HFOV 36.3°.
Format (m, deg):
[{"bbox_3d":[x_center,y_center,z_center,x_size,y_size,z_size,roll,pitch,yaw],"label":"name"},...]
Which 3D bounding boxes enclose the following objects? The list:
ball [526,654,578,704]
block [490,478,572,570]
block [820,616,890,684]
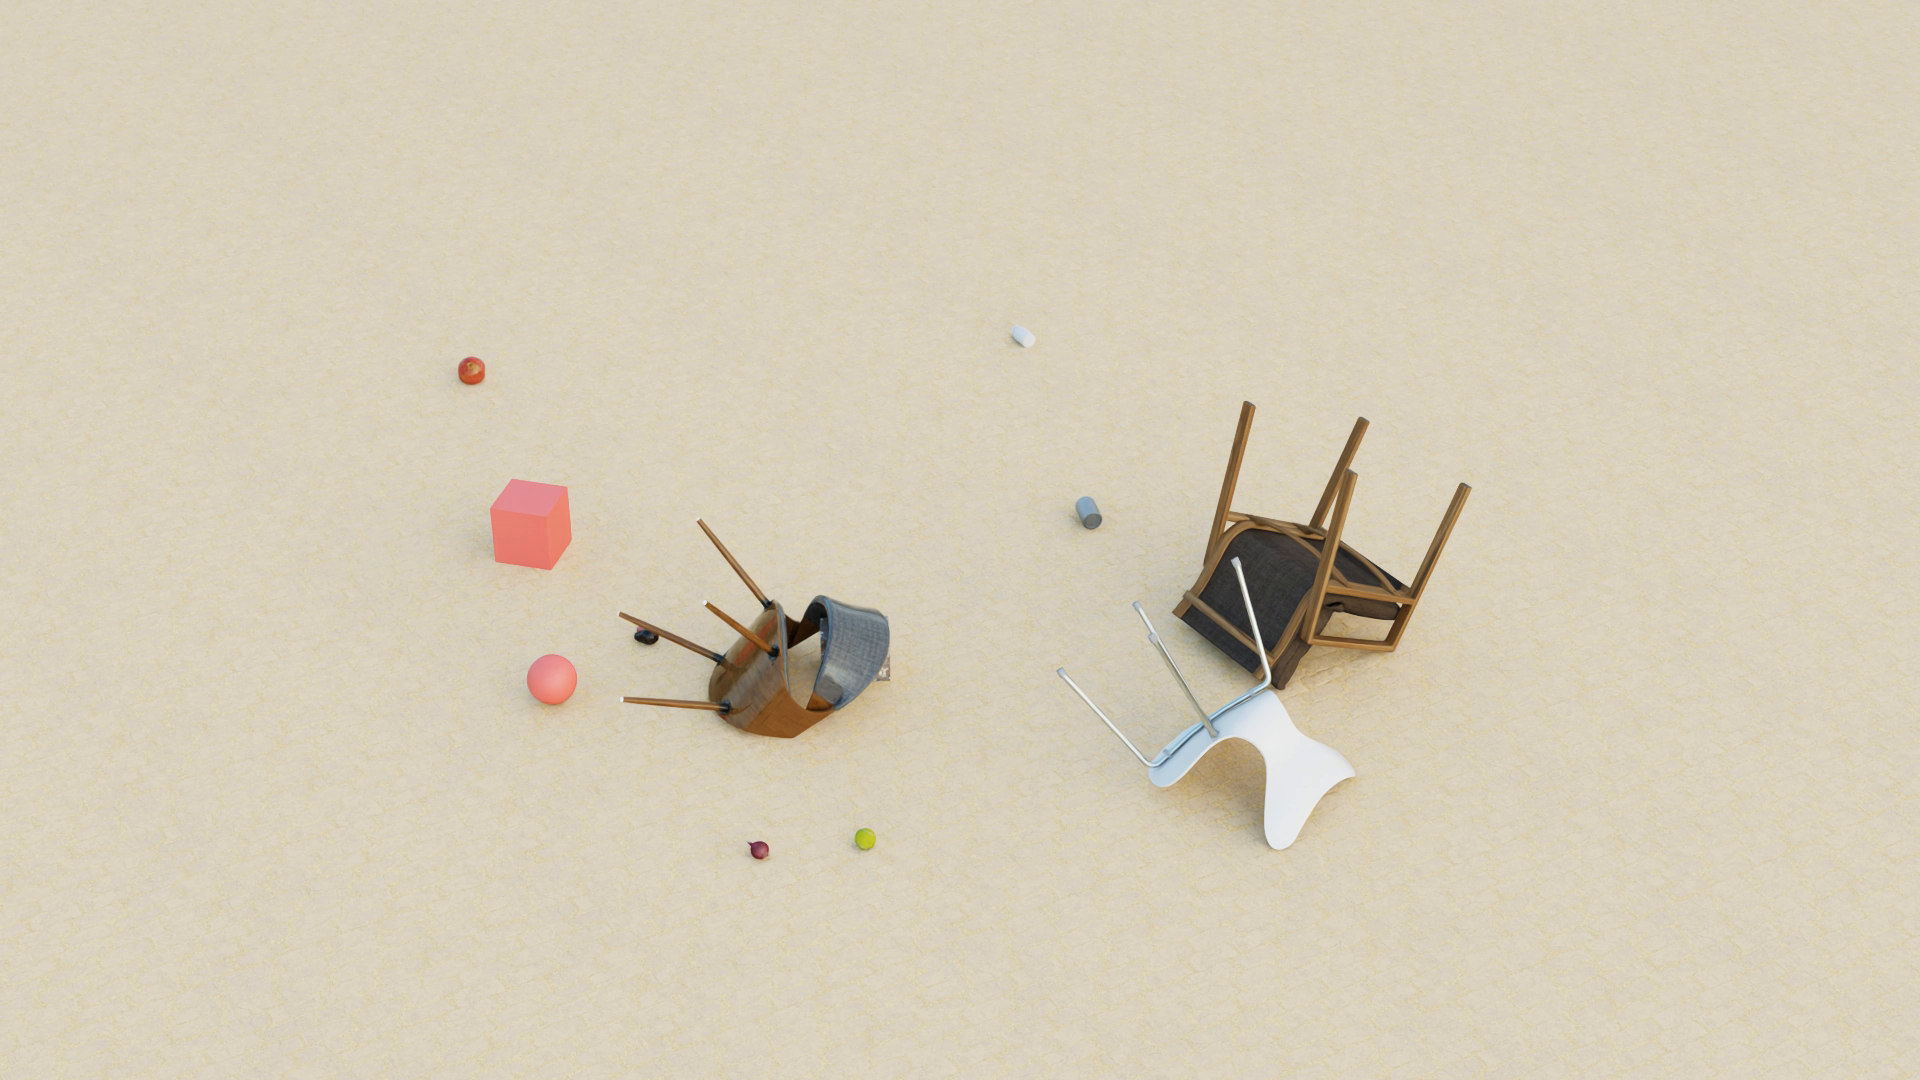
[{"bbox_3d":[-1.400,0.478,10.062,0.173,0.173,0.173,0,33,0],"label":"ball"},{"bbox_3d":[-1.581,-0.058,10.819,0.220,0.235,0.212,8,34,12],"label":"block"},{"bbox_3d":[-0.365,0.381,10.200,0.238,0.183,0.133,-2,33,-3],"label":"block"}]
